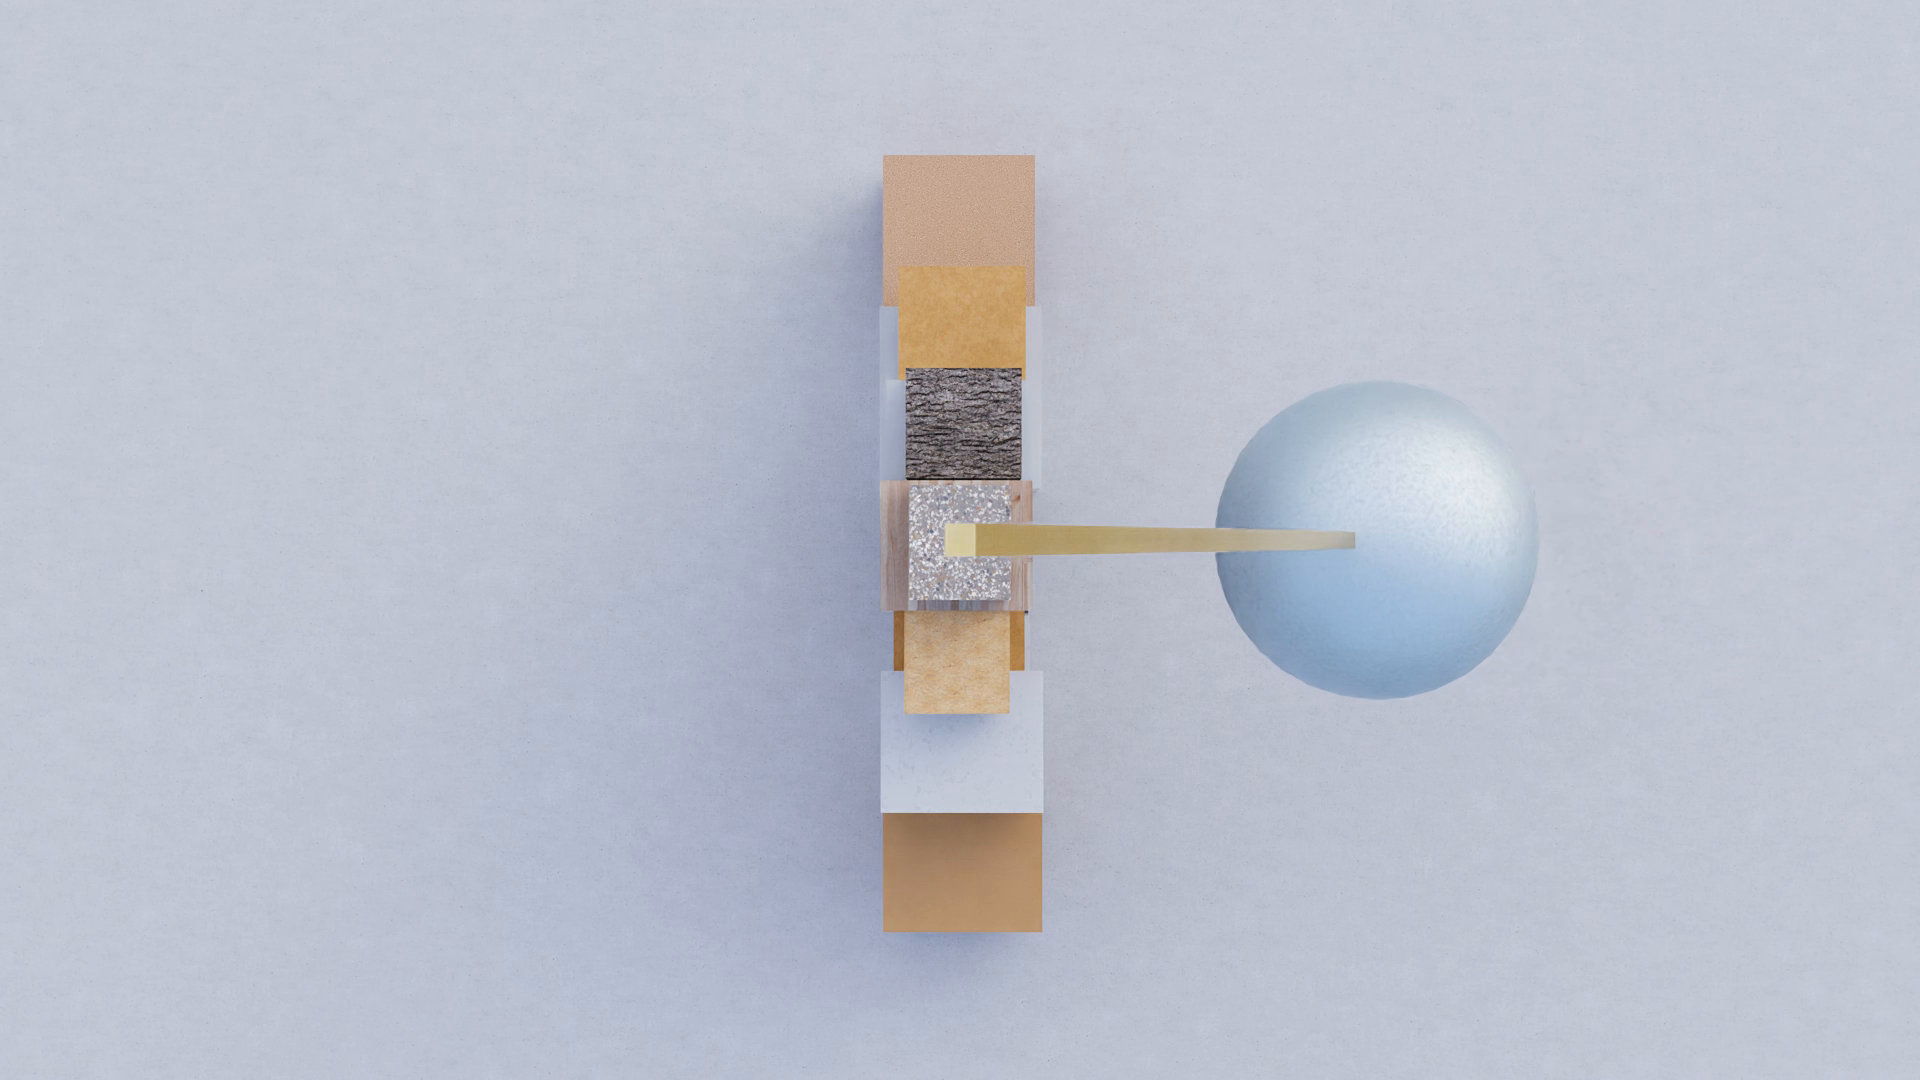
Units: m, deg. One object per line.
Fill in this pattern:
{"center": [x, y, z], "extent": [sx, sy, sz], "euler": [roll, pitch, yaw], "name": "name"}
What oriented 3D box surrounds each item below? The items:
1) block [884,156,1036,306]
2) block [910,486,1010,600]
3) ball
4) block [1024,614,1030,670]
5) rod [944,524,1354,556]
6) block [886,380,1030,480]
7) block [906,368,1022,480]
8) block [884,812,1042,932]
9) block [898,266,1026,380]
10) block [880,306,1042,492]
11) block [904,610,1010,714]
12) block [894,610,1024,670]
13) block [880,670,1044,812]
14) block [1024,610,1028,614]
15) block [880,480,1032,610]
{"center": [-0.005, -1.719, 12.625], "extent": [0.847, 0.751, 0.850], "euler": [0, 90, 0], "name": "block"}
{"center": [0.000, 0.009, 10.485], "extent": [0.472, 0.426, 0.537], "euler": [0, 91, 0], "name": "block"}
{"center": [2.074, 0.000, 10.993], "extent": [1.600, 1.600, 1.600], "euler": [0, 90, 0], "name": "ball"}
{"center": [0.017, 0.847, 12.629], "extent": [0.747, 0.743, 0.849], "euler": [0, 90, 0], "name": "block"}
{"center": [0.899, 0.000, 7.803], "extent": [0.080, 5.200, 0.080], "euler": [0, 90, 20], "name": "rod"}
{"center": [-0.007, -0.440, 11.759], "extent": [0.751, 0.675, 0.781], "euler": [0, 90, 0], "name": "block"}
{"center": [0.018, -0.580, 11.158], "extent": [0.576, 0.526, 0.547], "euler": [0, 90, 0], "name": "block"}
{"center": [0.014, 1.712, 12.509], "extent": [0.870, 0.983, 0.863], "euler": [0, 90, 0], "name": "block"}
{"center": [0.011, -1.137, 11.813], "extent": [0.667, 0.567, 0.597], "euler": [0, 90, 0], "name": "block"}
{"center": [0.003, -0.784, 12.548], "extent": [0.889, 0.904, 0.999], "euler": [0, 90, 0], "name": "block"}
{"center": [-0.015, 0.593, 10.983], "extent": [0.514, 0.502, 0.505], "euler": [0, 91, 0], "name": "block"}
{"center": [-0.005, 0.327, 11.943], "extent": [0.692, 0.631, 0.742], "euler": [0, 89, 0], "name": "block"}
{"center": [0.010, 1.055, 11.627], "extent": [0.828, 0.807, 0.721], "euler": [0, 86, 0], "name": "block"}
{"center": [0.005, 0.069, 12.695], "extent": [0.761, 0.611, 0.687], "euler": [0, 90, 0], "name": "block"}
{"center": [-0.018, 0.023, 11.060], "extent": [0.744, 0.724, 0.633], "euler": [0, 91, 0], "name": "block"}
